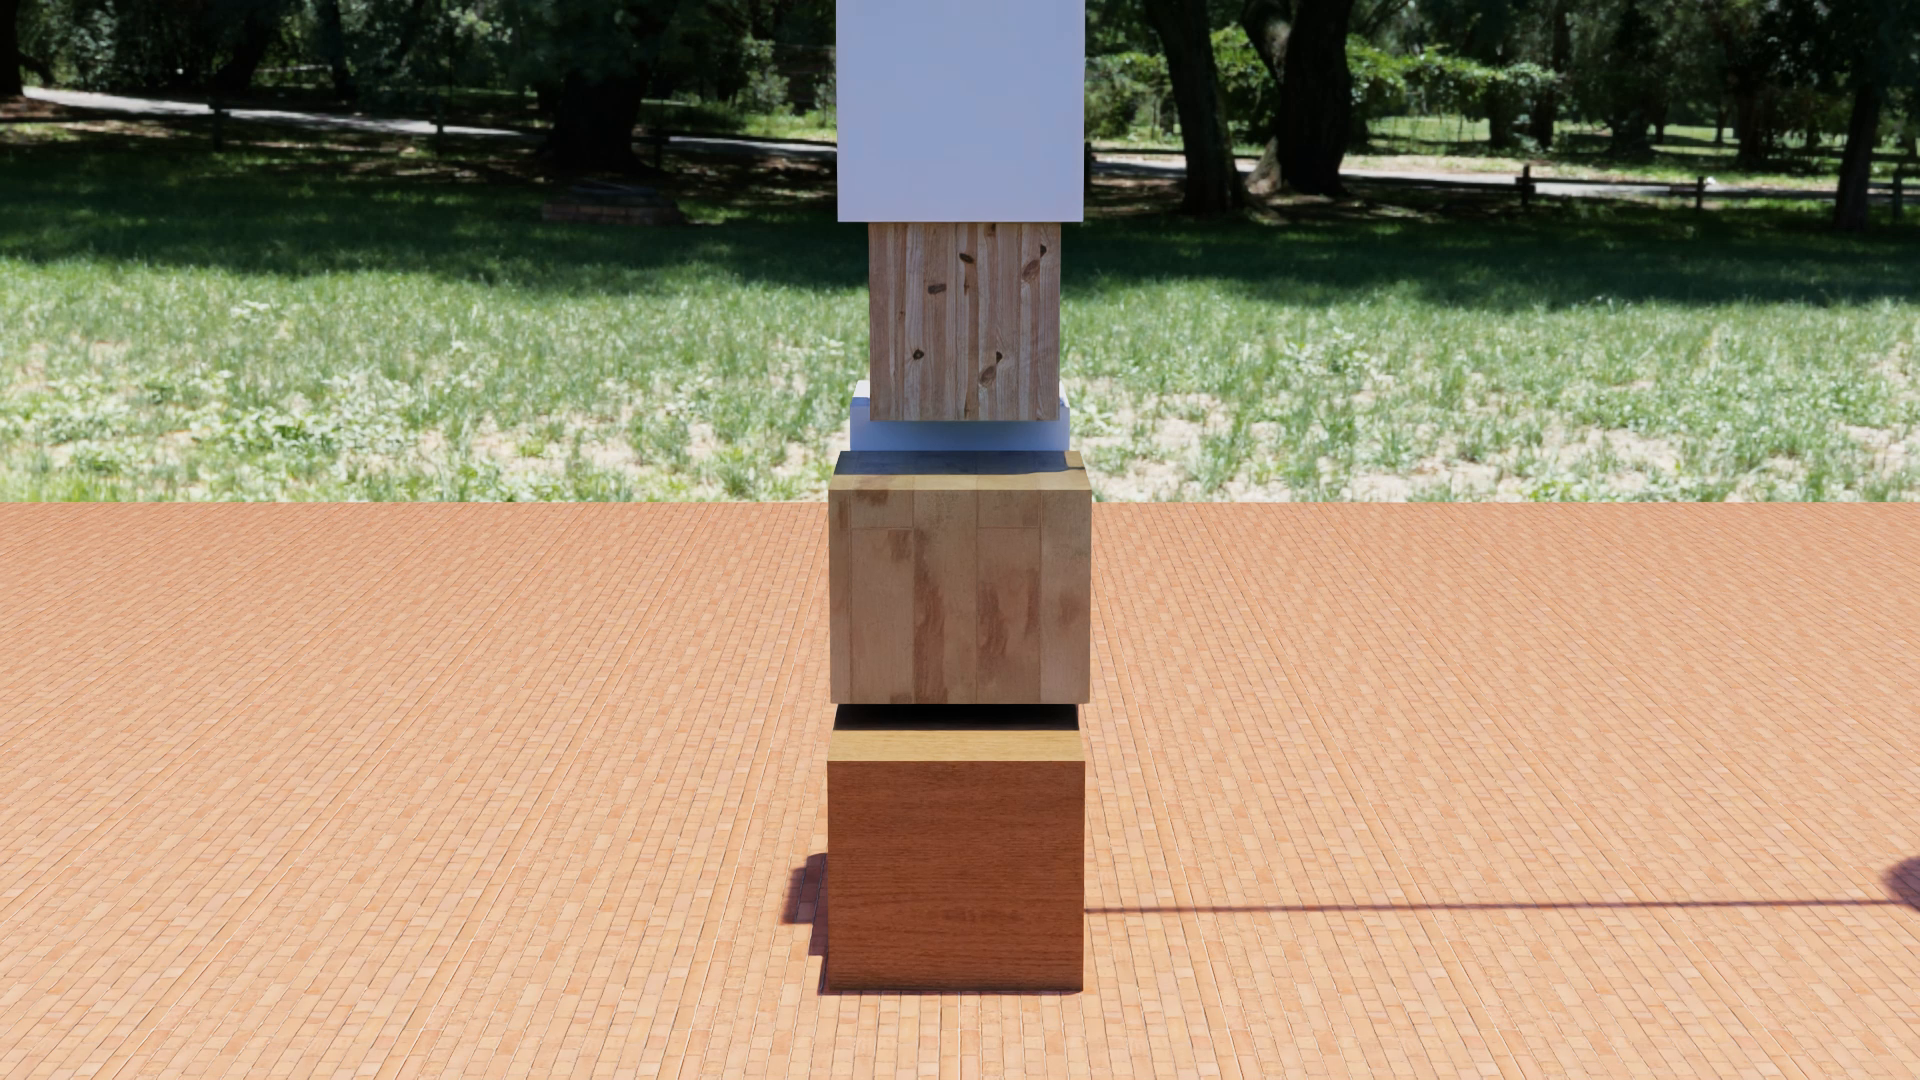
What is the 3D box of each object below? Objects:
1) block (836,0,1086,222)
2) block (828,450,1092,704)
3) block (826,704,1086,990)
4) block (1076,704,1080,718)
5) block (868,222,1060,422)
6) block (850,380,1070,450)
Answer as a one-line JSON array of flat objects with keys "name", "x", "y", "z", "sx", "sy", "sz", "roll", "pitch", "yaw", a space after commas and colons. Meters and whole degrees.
[{"name": "block", "x": 0.002, "y": -1.847, "z": 10.836, "sx": 1.004, "sy": 0.947, "sz": 0.889, "roll": 0, "pitch": 11, "yaw": 0}, {"name": "block", "x": 0.000, "y": 0.134, "z": 10.720, "sx": 1.040, "sy": 0.869, "sz": 1.061, "roll": 0, "pitch": 10, "yaw": 0}, {"name": "block", "x": -0.014, "y": 1.205, "z": 10.366, "sx": 0.986, "sy": 0.920, "sz": 1.010, "roll": 0, "pitch": 10, "yaw": 0}, {"name": "block", "x": 0.011, "y": 0.981, "z": 11.331, "sx": 0.981, "sy": 1.016, "sz": 0.948, "roll": 0, "pitch": 10, "yaw": 0}, {"name": "block", "x": 0.019, "y": -0.974, "z": 10.998, "sx": 0.789, "sy": 0.828, "sz": 0.786, "roll": 0, "pitch": 11, "yaw": 0}, {"name": "block", "x": -0.001, "y": -0.156, "z": 11.694, "sx": 0.956, "sy": 1.036, "sz": 0.943, "roll": 0, "pitch": 11, "yaw": 0}]
